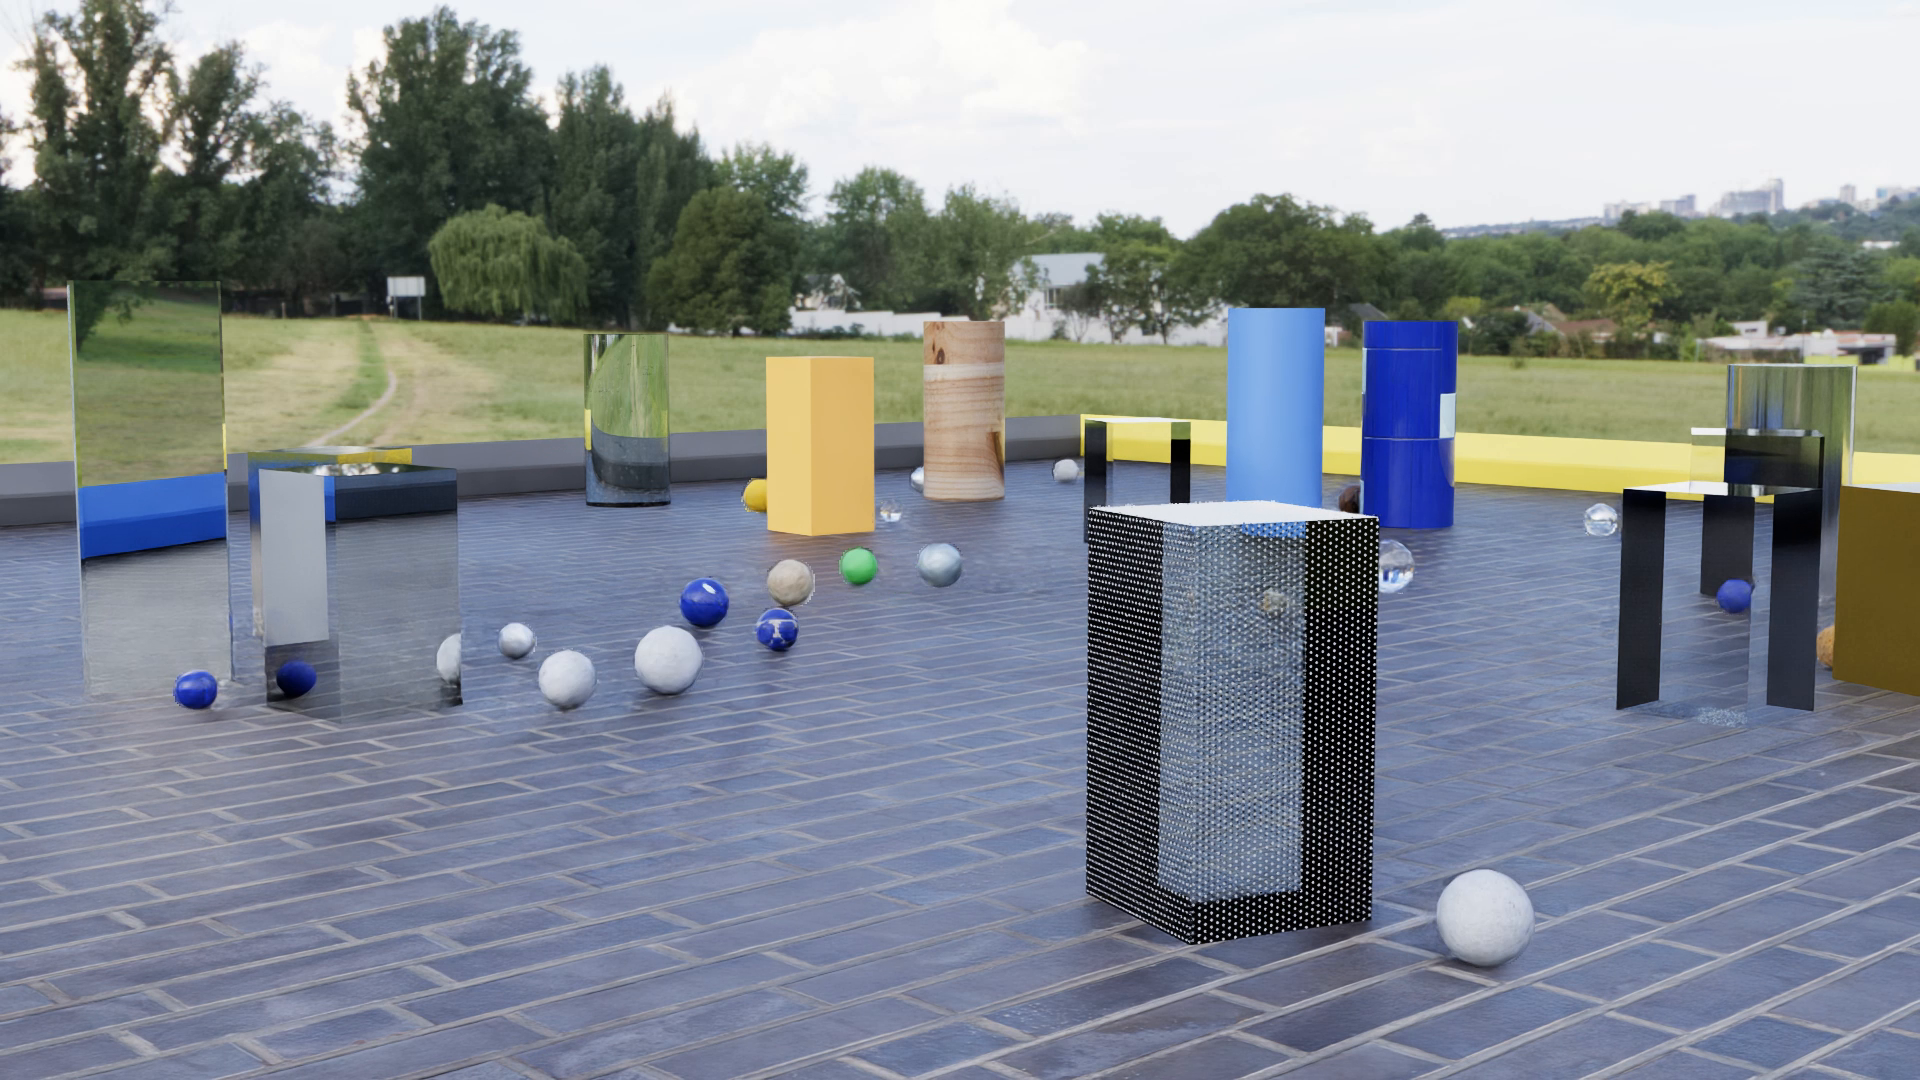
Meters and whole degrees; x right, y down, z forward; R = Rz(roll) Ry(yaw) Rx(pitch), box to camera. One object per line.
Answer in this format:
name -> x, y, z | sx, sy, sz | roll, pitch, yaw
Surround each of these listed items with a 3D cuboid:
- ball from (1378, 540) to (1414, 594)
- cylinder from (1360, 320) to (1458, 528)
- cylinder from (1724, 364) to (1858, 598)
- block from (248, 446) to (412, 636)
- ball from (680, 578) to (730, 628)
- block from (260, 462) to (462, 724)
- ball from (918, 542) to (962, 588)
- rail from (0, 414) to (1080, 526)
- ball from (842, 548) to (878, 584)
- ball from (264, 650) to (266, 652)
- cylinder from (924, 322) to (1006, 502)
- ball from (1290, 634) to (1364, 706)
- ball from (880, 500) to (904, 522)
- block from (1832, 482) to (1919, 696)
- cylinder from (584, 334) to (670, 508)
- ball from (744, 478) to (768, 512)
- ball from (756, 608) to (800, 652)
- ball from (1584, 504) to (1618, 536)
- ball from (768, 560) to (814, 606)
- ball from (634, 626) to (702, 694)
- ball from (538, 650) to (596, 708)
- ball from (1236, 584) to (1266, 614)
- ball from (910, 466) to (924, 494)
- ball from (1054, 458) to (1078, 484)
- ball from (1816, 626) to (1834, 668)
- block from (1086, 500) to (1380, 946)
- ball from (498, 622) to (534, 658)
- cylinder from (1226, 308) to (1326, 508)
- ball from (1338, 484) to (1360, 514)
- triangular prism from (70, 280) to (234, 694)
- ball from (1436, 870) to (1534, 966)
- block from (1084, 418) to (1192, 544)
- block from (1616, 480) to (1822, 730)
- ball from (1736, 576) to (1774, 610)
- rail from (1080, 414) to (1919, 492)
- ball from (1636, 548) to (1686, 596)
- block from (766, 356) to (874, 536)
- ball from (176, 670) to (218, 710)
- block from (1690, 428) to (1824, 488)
ball -> 0.669, 0.042, 3.442 | 0.085, 0.085, 0.085 | 0, 6, 0
cylinder -> 0.926, -0.241, 4.540 | 0.192, 0.419, 0.192 | 0, 6, 0
cylinder -> 1.304, -0.097, 3.466 | 0.192, 0.356, 0.192 | 0, 6, 0
block -> -0.864, 0.002, 3.030 | 0.154, 0.251, 0.154 | 3, 7, 24
ball -> -0.358, 0.088, 3.082 | 0.069, 0.069, 0.069 | 0, 6, 0
block -> -0.669, 0.054, 2.458 | 0.154, 0.267, 0.154 | 6, 8, 42
ball -> -0.032, 0.040, 3.525 | 0.072, 0.072, 0.072 | 0, 6, 0
rail -> -1.485, -0.136, 4.933 | 5.080, 0.125, 0.045 | -6, 8, -42
ball -> -0.163, 0.043, 3.556 | 0.059, 0.059, 0.059 | 0, 6, 0
ball -> -0.786, 0.121, 2.642 | 0.096, 0.096, 0.096 | 0, 6, 0
cylinder -> 0.010, -0.306, 5.168 | 0.192, 0.415, 0.192 | 0, 6, 0
ball -> 0.411, 0.146, 2.468 | 0.083, 0.083, 0.083 | 0, 6, 0
ball -> -0.137, -0.058, 4.426 | 0.045, 0.045, 0.045 | 0, 6, 0
block -> 1.153, 0.055, 2.601 | 0.154, 0.234, 0.154 | -2, 6, -22
cylinder -> -0.758, -0.275, 5.011 | 0.192, 0.387, 0.192 | 0, 6, 0
ball -> -0.436, -0.097, 4.812 | 0.074, 0.074, 0.074 | 0, 6, 0
ball -> -0.238, 0.117, 2.868 | 0.056, 0.056, 0.056 | 0, 6, 0
ball -> 1.255, -0.038, 4.305 | 0.064, 0.064, 0.064 | 0, 6, 0
ball -> -0.255, 0.064, 3.306 | 0.069, 0.069, 0.069 | 0, 6, 0
ball -> -0.338, 0.139, 2.548 | 0.079, 0.079, 0.079 | 0, 6, 0
ball -> -0.439, 0.156, 2.460 | 0.064, 0.064, 0.064 | 0, 6, 0
ball -> 0.425, 0.086, 3.220 | 0.045, 0.045, 0.045 | 0, 6, 0
ball -> -0.088, -0.143, 5.295 | 0.066, 0.066, 0.066 | 0, 6, 0
ball -> 0.270, -0.175, 5.611 | 0.063, 0.063, 0.063 | 0, 6, 0
ball -> 1.089, 0.133, 2.731 | 0.053, 0.053, 0.053 | 0, 6, 0
block -> 0.199, 0.127, 1.629 | 0.154, 0.296, 0.154 | -3, 7, -25
ball -> -0.567, 0.129, 2.805 | 0.046, 0.046, 0.046 | 0, 6, 0
cylinder -> 0.633, -0.242, 4.419 | 0.192, 0.445, 0.192 | 0, 6, 0
ball -> 0.840, -0.081, 4.659 | 0.075, 0.075, 0.075 | 0, 6, 0
triangular prism -> -0.979, -0.069, 2.629 | 0.166, 0.476, 0.144 | -4, 7, -31
ball -> 0.357, 0.257, 1.496 | 0.065, 0.065, 0.065 | 0, 6, 0
block -> 0.332, -0.107, 4.136 | 0.154, 0.237, 0.154 | -2, 6, -17
block -> 0.838, 0.067, 2.430 | 0.154, 0.248, 0.154 | -6, 8, -43
ball -> 1.176, 0.079, 3.252 | 0.052, 0.052, 0.052 | 0, 6, 0
rail -> 1.849, -0.146, 5.029 | 0.045, 0.125, 4.427 | -6, 8, -42
ball -> 0.919, 0.042, 2.883 | 0.064, 0.064, 0.064 | 0, 6, 0
block -> -0.280, -0.192, 4.412 | 0.154, 0.348, 0.154 | -5, 8, -39
ball -> -0.850, 0.167, 2.448 | 0.045, 0.045, 0.045 | 0, 6, 0
block -> 1.003, 0.008, 2.786 | 0.154, 0.290, 0.154 | 2, 6, 18
